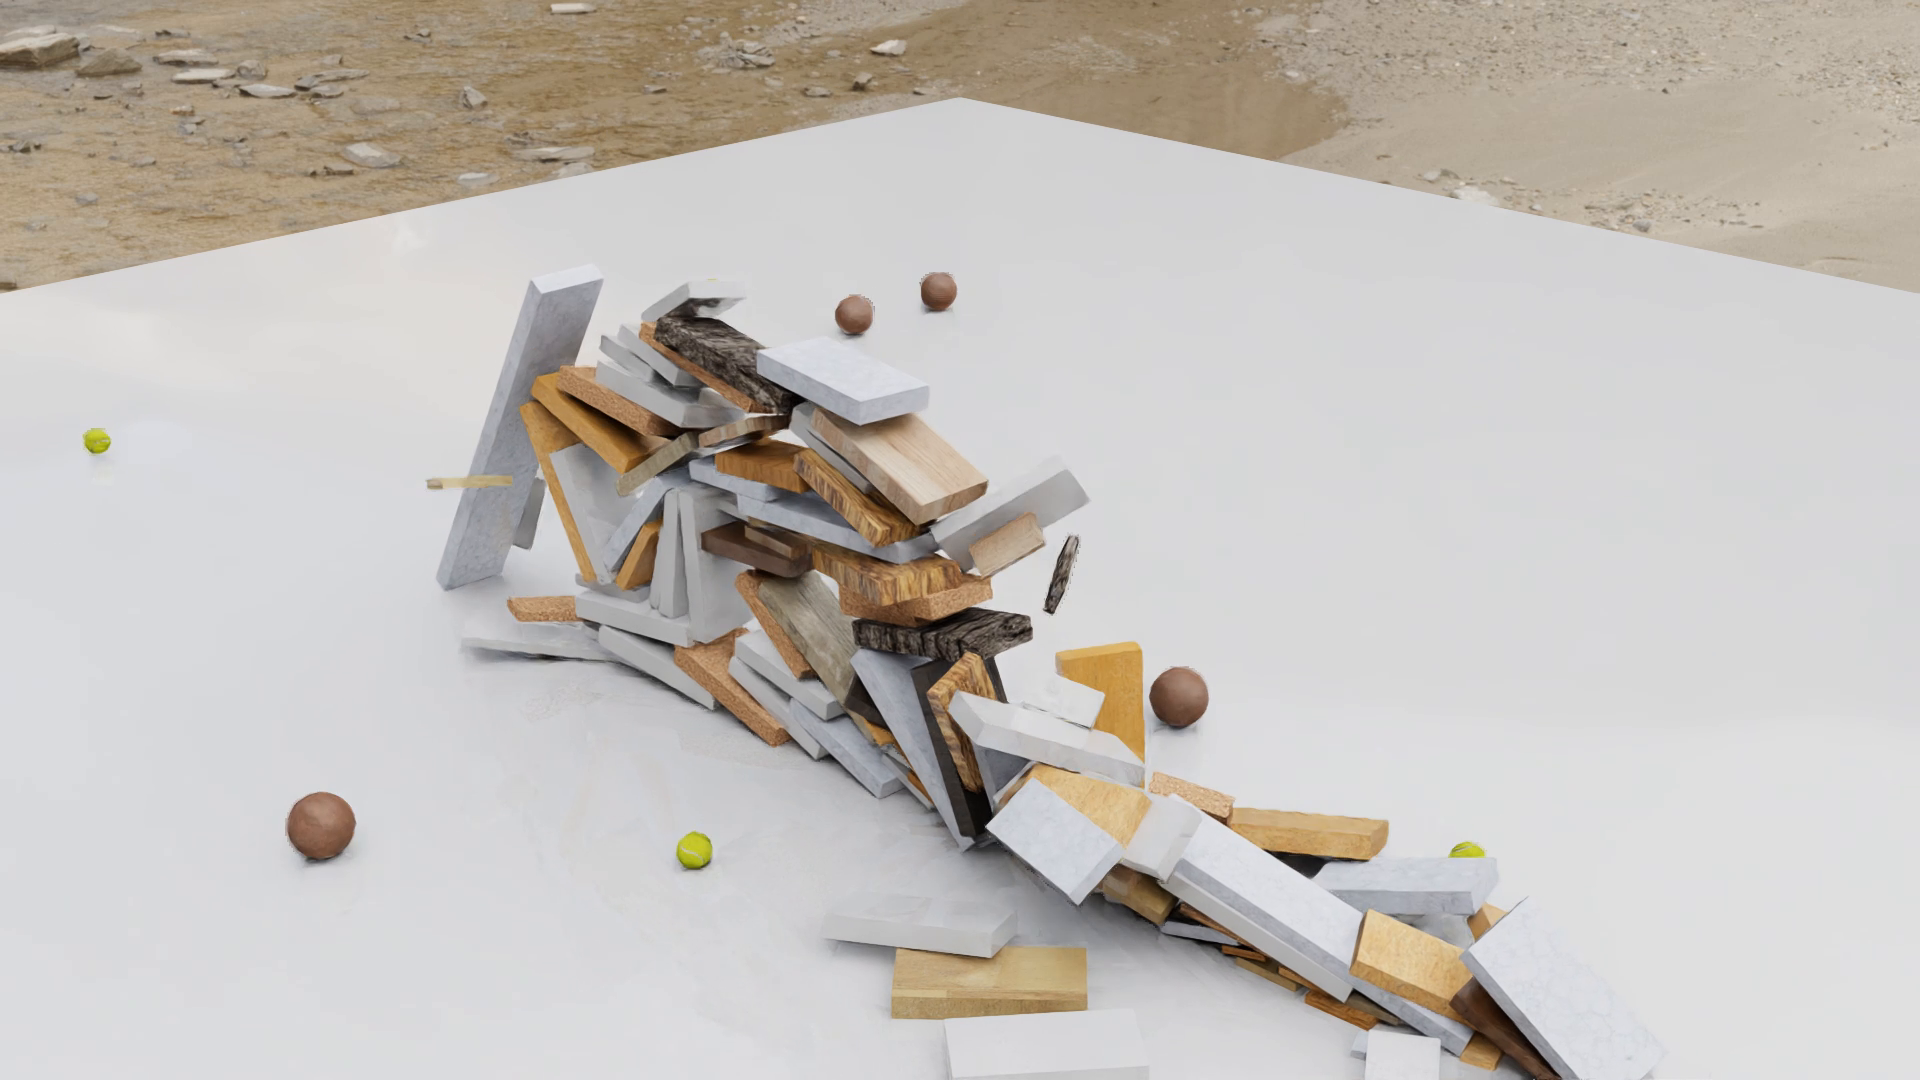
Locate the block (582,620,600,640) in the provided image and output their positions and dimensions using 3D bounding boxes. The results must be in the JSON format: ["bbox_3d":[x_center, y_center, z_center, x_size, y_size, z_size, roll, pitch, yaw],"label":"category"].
[{"bbox_3d":[-0.785,0.222,5.082,0.166,0.023,0.083,26,33,26],"label":"block"}]

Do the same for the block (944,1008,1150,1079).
[{"bbox_3d":[0.142,0.858,3.679,0.324,0.046,0.162,-2,23,-5],"label":"block"}]

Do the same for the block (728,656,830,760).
[{"bbox_3d":[-0.346,0.338,4.753,0.153,0.043,0.305,-21,52,-40],"label":"block"}]

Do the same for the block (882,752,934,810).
[{"bbox_3d":[-0.081,0.482,4.513,0.079,0.022,0.158,-19,49,-38],"label":"block"}]

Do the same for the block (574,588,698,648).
[{"bbox_3d":[-0.691,0.156,5.008,0.349,0.049,0.175,13,26,35],"label":"block"}]

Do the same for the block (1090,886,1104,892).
[{"bbox_3d":[0.328,0.626,4.128,0.184,0.026,0.092,-12,12,43],"label":"block"}]

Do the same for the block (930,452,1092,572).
[{"bbox_3d":[0.100,-0.051,4.287,0.291,0.145,0.041,-30,57,8],"label":"block"}]

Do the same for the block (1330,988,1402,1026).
[{"bbox_3d":[0.715,0.794,3.812,0.128,0.018,0.064,16,33,33],"label":"block"}]

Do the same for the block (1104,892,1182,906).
[{"bbox_3d":[0.364,0.647,4.106,0.092,0.026,0.184,-27,12,-39],"label":"block"}]

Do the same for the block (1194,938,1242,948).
[{"bbox_3d":[0.480,0.718,4.003,0.052,0.015,0.104,-21,14,-39],"label":"block"}]

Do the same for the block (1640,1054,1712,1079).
[{"bbox_3d":[1.144,0.910,3.578,0.104,0.030,0.209,13,26,28],"label":"block"}]

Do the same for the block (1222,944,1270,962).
[{"bbox_3d":[0.527,0.733,3.955,0.052,0.015,0.104,-21,14,-37],"label":"block"}]

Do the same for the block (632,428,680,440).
[{"bbox_3d":[-0.662,-0.237,4.808,0.112,0.016,0.056,16,3,2],"label":"block"}]

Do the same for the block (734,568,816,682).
[{"bbox_3d":[-0.355,0.167,4.701,0.135,0.038,0.271,-18,61,-37],"label":"block"}]

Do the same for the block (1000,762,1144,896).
[{"bbox_3d":[0.230,0.511,4.005,0.291,0.041,0.145,32,59,28],"label":"block"}]

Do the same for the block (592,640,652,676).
[{"bbox_3d":[-0.757,0.256,5.079,0.166,0.023,0.083,22,31,20],"label":"block"}]

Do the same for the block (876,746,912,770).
[{"bbox_3d":[-0.094,0.432,4.515,0.079,0.022,0.158,-20,34,-38],"label":"block"}]

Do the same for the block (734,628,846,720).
[{"bbox_3d":[-0.327,0.274,4.714,0.153,0.043,0.305,-20,39,-39],"label":"block"}]

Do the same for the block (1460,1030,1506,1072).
[{"bbox_3d":[0.896,0.855,3.726,0.058,0.016,0.116,13,26,28],"label":"block"}]

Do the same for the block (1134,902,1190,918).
[{"bbox_3d":[0.418,0.669,4.065,0.185,0.026,0.092,-8,10,45],"label":"block"}]

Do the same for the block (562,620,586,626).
[{"bbox_3d":[-0.948,0.185,5.308,0.092,0.013,0.046,14,27,30],"label":"block"}]

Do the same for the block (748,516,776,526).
[{"bbox_3d":[-0.416,-0.082,4.702,0.088,0.025,0.176,-1,28,-14],"label":"block"}]

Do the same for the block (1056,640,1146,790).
[{"bbox_3d":[0.285,0.376,4.437,0.167,0.333,0.047,-7,20,-12],"label":"block"}]

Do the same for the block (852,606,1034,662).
[{"bbox_3d":[-0.037,0.179,4.339,0.171,0.048,0.341,-20,18,-40],"label":"block"}]

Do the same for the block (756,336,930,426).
[{"bbox_3d":[-0.236,-0.321,4.386,0.172,0.049,0.344,-17,31,-37],"label":"block"}]

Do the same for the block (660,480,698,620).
[{"bbox_3d":[-0.587,0.014,4.868,0.043,0.304,0.152,28,35,34],"label":"block"}]

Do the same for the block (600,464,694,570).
[{"bbox_3d":[-0.675,-0.055,4.913,0.152,0.304,0.043,-21,68,-47],"label":"block"}]

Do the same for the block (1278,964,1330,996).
[{"bbox_3d":[0.622,0.769,3.884,0.104,0.015,0.052,20,30,39],"label":"block"}]

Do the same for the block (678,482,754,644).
[{"bbox_3d":[-0.533,0.036,4.828,0.043,0.355,0.152,17,30,37],"label":"block"}]

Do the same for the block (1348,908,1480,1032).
[{"bbox_3d":[0.804,0.738,3.761,0.262,0.037,0.131,23,38,4],"label":"block"}]

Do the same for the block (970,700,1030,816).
[{"bbox_3d":[0.098,0.438,4.220,0.120,0.239,0.034,-36,36,-30],"label":"block"}]

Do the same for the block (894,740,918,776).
[{"bbox_3d":[-0.049,0.457,4.432,0.085,0.024,0.171,-25,72,-39],"label":"block"}]

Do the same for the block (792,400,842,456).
[{"bbox_3d":[-0.230,-0.221,4.407,0.203,0.029,0.102,36,45,27],"label":"block"}]

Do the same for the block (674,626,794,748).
[{"bbox_3d":[-0.453,0.314,4.849,0.175,0.049,0.349,-21,45,-40],"label":"block"}]

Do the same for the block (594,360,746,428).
[{"bbox_3d":[-0.632,-0.316,4.782,0.165,0.047,0.330,-1,21,-45],"label":"block"}]

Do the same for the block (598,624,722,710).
[{"bbox_3d":[-0.631,0.258,4.993,0.349,0.049,0.175,27,33,27],"label":"block"}]

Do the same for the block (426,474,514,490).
[{"bbox_3d":[-1.117,-0.132,5.009,0.174,0.025,0.087,-4,2,-37],"label":"block"}]

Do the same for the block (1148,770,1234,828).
[{"bbox_3d":[0.427,0.536,4.119,0.153,0.305,0.043,18,63,14],"label":"block"}]

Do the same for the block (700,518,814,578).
[{"bbox_3d":[-0.412,0.015,4.708,0.271,0.038,0.135,16,26,39],"label":"block"}]

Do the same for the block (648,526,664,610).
[{"bbox_3d":[-0.634,0.049,4.921,0.030,0.211,0.105,35,39,29],"label":"block"}]

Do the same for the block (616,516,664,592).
[{"bbox_3d":[-0.693,0.025,4.938,0.105,0.211,0.030,-23,66,-42],"label":"block"}]

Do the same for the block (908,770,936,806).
[{"bbox_3d":[-0.024,0.512,4.457,0.079,0.022,0.158,-22,50,-39],"label":"block"}]

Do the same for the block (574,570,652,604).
[{"bbox_3d":[-0.778,0.094,5.071,0.211,0.030,0.105,15,27,38],"label":"block"}]

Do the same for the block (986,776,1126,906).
[{"bbox_3d":[0.165,0.522,3.838,0.125,0.035,0.249,-46,41,-9],"label":"block"}]

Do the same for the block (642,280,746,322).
[{"bbox_3d":[-0.575,-0.504,4.733,0.130,0.037,0.261,-4,-8,-31],"label":"block"}]

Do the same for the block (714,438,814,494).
[{"bbox_3d":[-0.368,-0.156,4.565,0.138,0.039,0.275,-21,25,-40],"label":"block"}]

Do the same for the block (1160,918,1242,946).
[{"bbox_3d":[0.463,0.698,4.014,0.092,0.026,0.184,-21,14,-41],"label":"block"}]

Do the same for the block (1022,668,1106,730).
[{"bbox_3d":[0.196,0.299,4.163,0.143,0.072,0.020,20,-9,16],"label":"block"}]

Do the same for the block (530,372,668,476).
[{"bbox_3d":[-0.799,-0.271,4.942,0.320,0.045,0.160,40,33,22],"label":"block"}]

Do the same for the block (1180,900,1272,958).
[{"bbox_3d":[0.497,0.673,3.932,0.184,0.026,0.092,24,34,23],"label":"block"}]

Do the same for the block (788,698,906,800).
[{"bbox_3d":[-0.206,0.412,4.625,0.153,0.043,0.305,-20,47,-39],"label":"block"}]

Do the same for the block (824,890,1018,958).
[{"bbox_3d":[-0.070,0.694,3.988,0.318,0.045,0.159,3,8,18],"label":"block"}]
